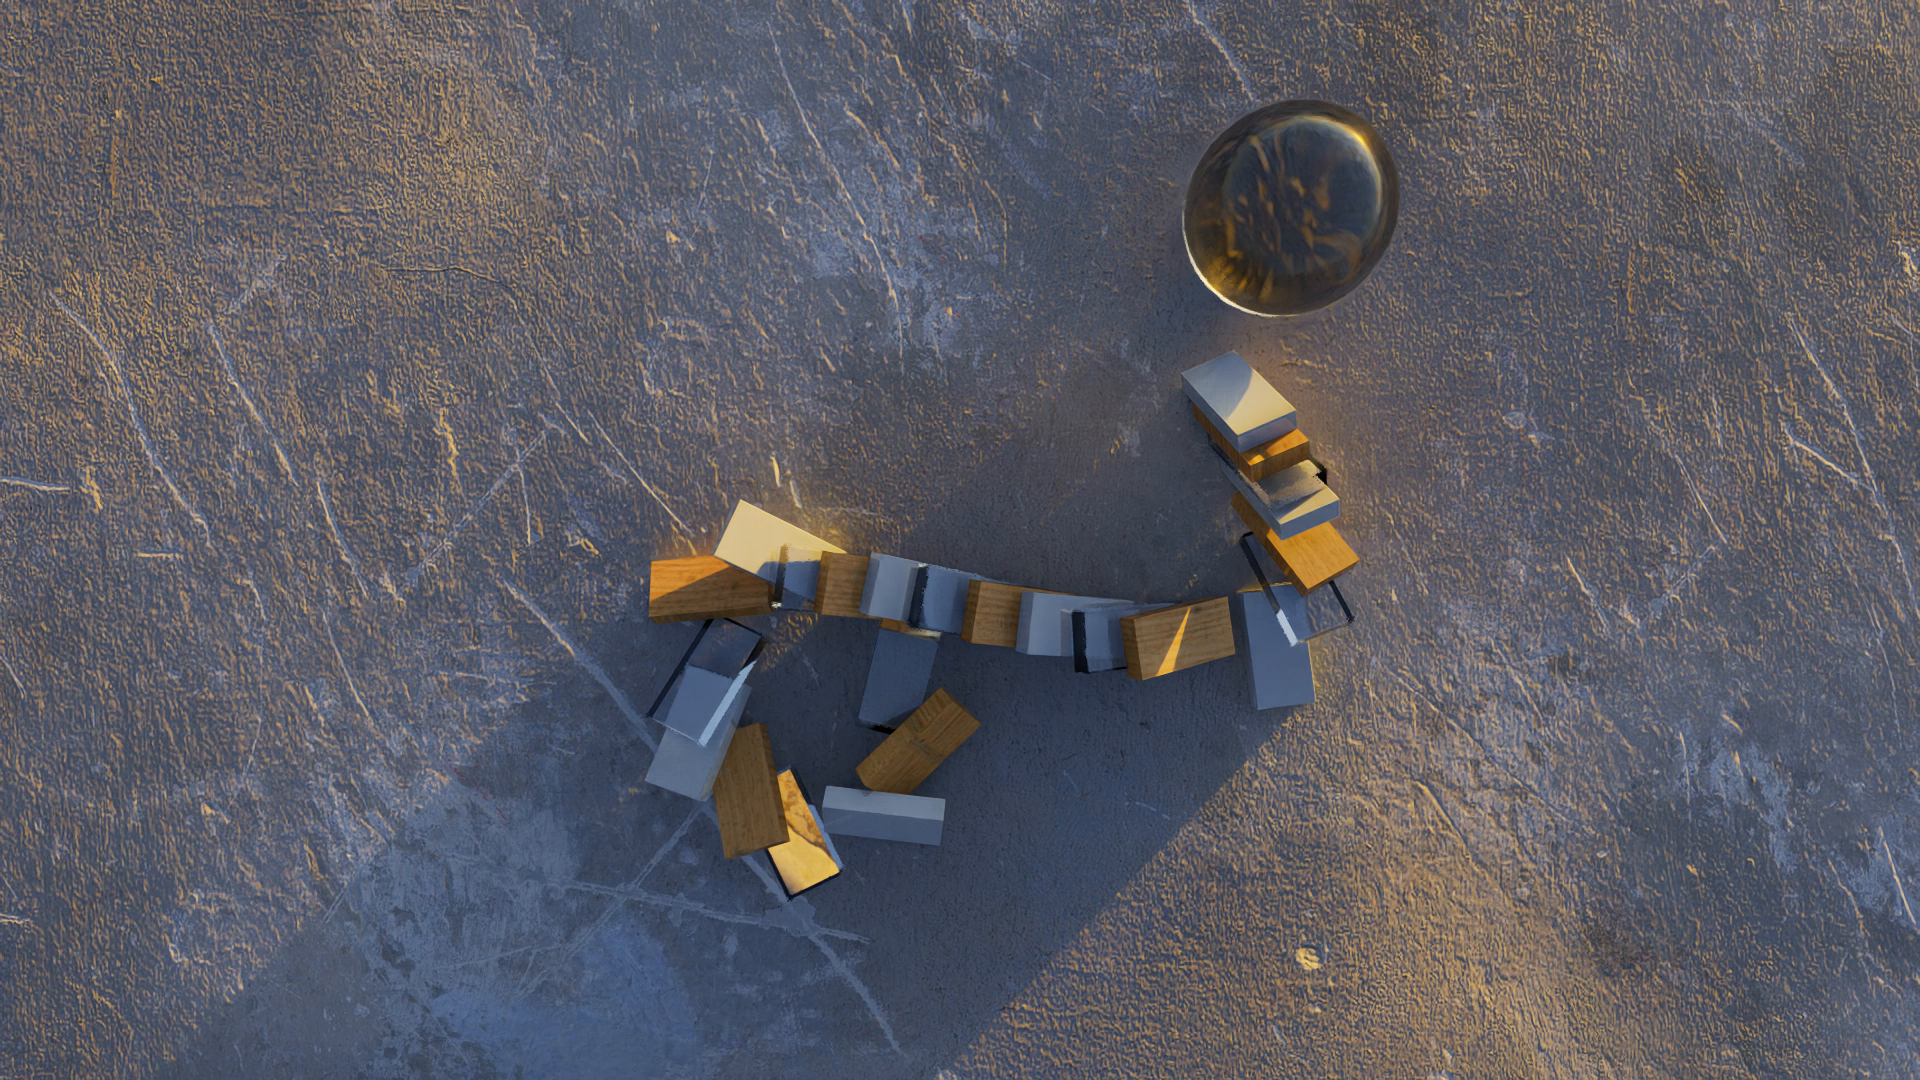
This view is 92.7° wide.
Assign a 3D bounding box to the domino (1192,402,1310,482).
[{"bbox_3d":[0.119,-0.046,0.378,0.025,0.050,0.010,-23,132,0],"label":"domino"}]

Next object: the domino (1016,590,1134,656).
[{"bbox_3d":[0.048,0.036,0.385,0.050,0.009,0.025,6,90,-27],"label":"domino"}]

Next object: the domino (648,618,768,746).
[{"bbox_3d":[-0.105,0.057,0.384,0.025,0.010,0.050,23,67,13],"label":"domino"}]

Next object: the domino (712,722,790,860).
[{"bbox_3d":[-0.090,0.105,0.386,0.025,0.010,0.050,-18,68,3],"label":"domino"}]

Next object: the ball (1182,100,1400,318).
[{"bbox_3d":[0.128,-0.129,0.360,0.080,0.080,0.080,0,90,0],"label":"ball"}]

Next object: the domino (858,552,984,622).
[{"bbox_3d":[-0.015,0.022,0.383,0.050,0.009,0.025,13,87,-31],"label":"domino"}]

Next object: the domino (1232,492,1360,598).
[{"bbox_3d":[0.139,-0.004,0.383,0.025,0.010,0.050,-28,66,-6],"label":"domino"}]

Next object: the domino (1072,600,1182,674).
[{"bbox_3d":[0.071,0.040,0.385,0.050,0.009,0.025,-4,90,-27],"label":"domino"}]

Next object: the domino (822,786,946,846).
[{"bbox_3d":[-0.032,0.117,0.388,0.050,0.025,0.010,7,49,0],"label":"domino"}]

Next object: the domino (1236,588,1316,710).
[{"bbox_3d":[0.136,0.046,0.395,0.025,0.010,0.050,-8,90,0],"label":"domino"}]

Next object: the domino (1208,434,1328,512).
[{"bbox_3d":[0.126,-0.035,0.378,0.025,0.050,0.010,-24,132,-1],"label":"domino"}]

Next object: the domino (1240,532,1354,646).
[{"bbox_3d":[0.141,0.017,0.386,0.025,0.009,0.050,-20,69,-2],"label":"domino"}]

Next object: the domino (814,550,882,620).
[{"bbox_3d":[-0.034,0.020,0.382,0.050,0.009,0.025,9,90,-31],"label":"domino"}]

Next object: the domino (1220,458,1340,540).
[{"bbox_3d":[0.131,-0.023,0.378,0.025,0.050,0.010,-23,132,0],"label":"domino"}]

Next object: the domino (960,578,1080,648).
[{"bbox_3d":[0.026,0.032,0.384,0.050,0.010,0.025,9,90,-28],"label":"domino"}]

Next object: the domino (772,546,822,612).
[{"bbox_3d":[-0.051,0.018,0.383,0.050,0.009,0.025,8,90,-31],"label":"domino"}]

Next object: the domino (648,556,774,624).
[{"bbox_3d":[-0.106,0.020,0.391,0.050,0.009,0.025,-5,66,0],"label":"domino"}]

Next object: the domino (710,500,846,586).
[{"bbox_3d":[-0.076,0.006,0.383,0.050,0.010,0.025,28,75,-23],"label":"domino"}]

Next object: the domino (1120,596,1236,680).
[{"bbox_3d":[0.092,0.040,0.384,0.050,0.010,0.025,-10,93,-26],"label":"domino"}]

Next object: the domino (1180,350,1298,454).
[{"bbox_3d":[0.114,-0.058,0.378,0.025,0.050,0.010,-23,132,0],"label":"domino"}]

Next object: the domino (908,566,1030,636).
[{"bbox_3d":[0.004,0.027,0.383,0.050,0.010,0.025,12,88,-30],"label":"domino"}]

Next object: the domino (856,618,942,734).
[{"bbox_3d":[-0.026,0.059,0.385,0.025,0.009,0.050,15,114,0],"label":"domino"}]

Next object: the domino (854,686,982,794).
[{"bbox_3d":[-0.017,0.087,0.388,0.050,0.009,0.025,-44,133,0],"label":"domino"}]

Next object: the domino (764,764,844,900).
[{"bbox_3d":[-0.073,0.126,0.395,0.025,0.010,0.050,-26,90,0],"label":"domino"}]

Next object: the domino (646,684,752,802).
[{"bbox_3d":[-0.110,0.081,0.387,0.025,0.009,0.050,16,74,10],"label":"domino"}]
